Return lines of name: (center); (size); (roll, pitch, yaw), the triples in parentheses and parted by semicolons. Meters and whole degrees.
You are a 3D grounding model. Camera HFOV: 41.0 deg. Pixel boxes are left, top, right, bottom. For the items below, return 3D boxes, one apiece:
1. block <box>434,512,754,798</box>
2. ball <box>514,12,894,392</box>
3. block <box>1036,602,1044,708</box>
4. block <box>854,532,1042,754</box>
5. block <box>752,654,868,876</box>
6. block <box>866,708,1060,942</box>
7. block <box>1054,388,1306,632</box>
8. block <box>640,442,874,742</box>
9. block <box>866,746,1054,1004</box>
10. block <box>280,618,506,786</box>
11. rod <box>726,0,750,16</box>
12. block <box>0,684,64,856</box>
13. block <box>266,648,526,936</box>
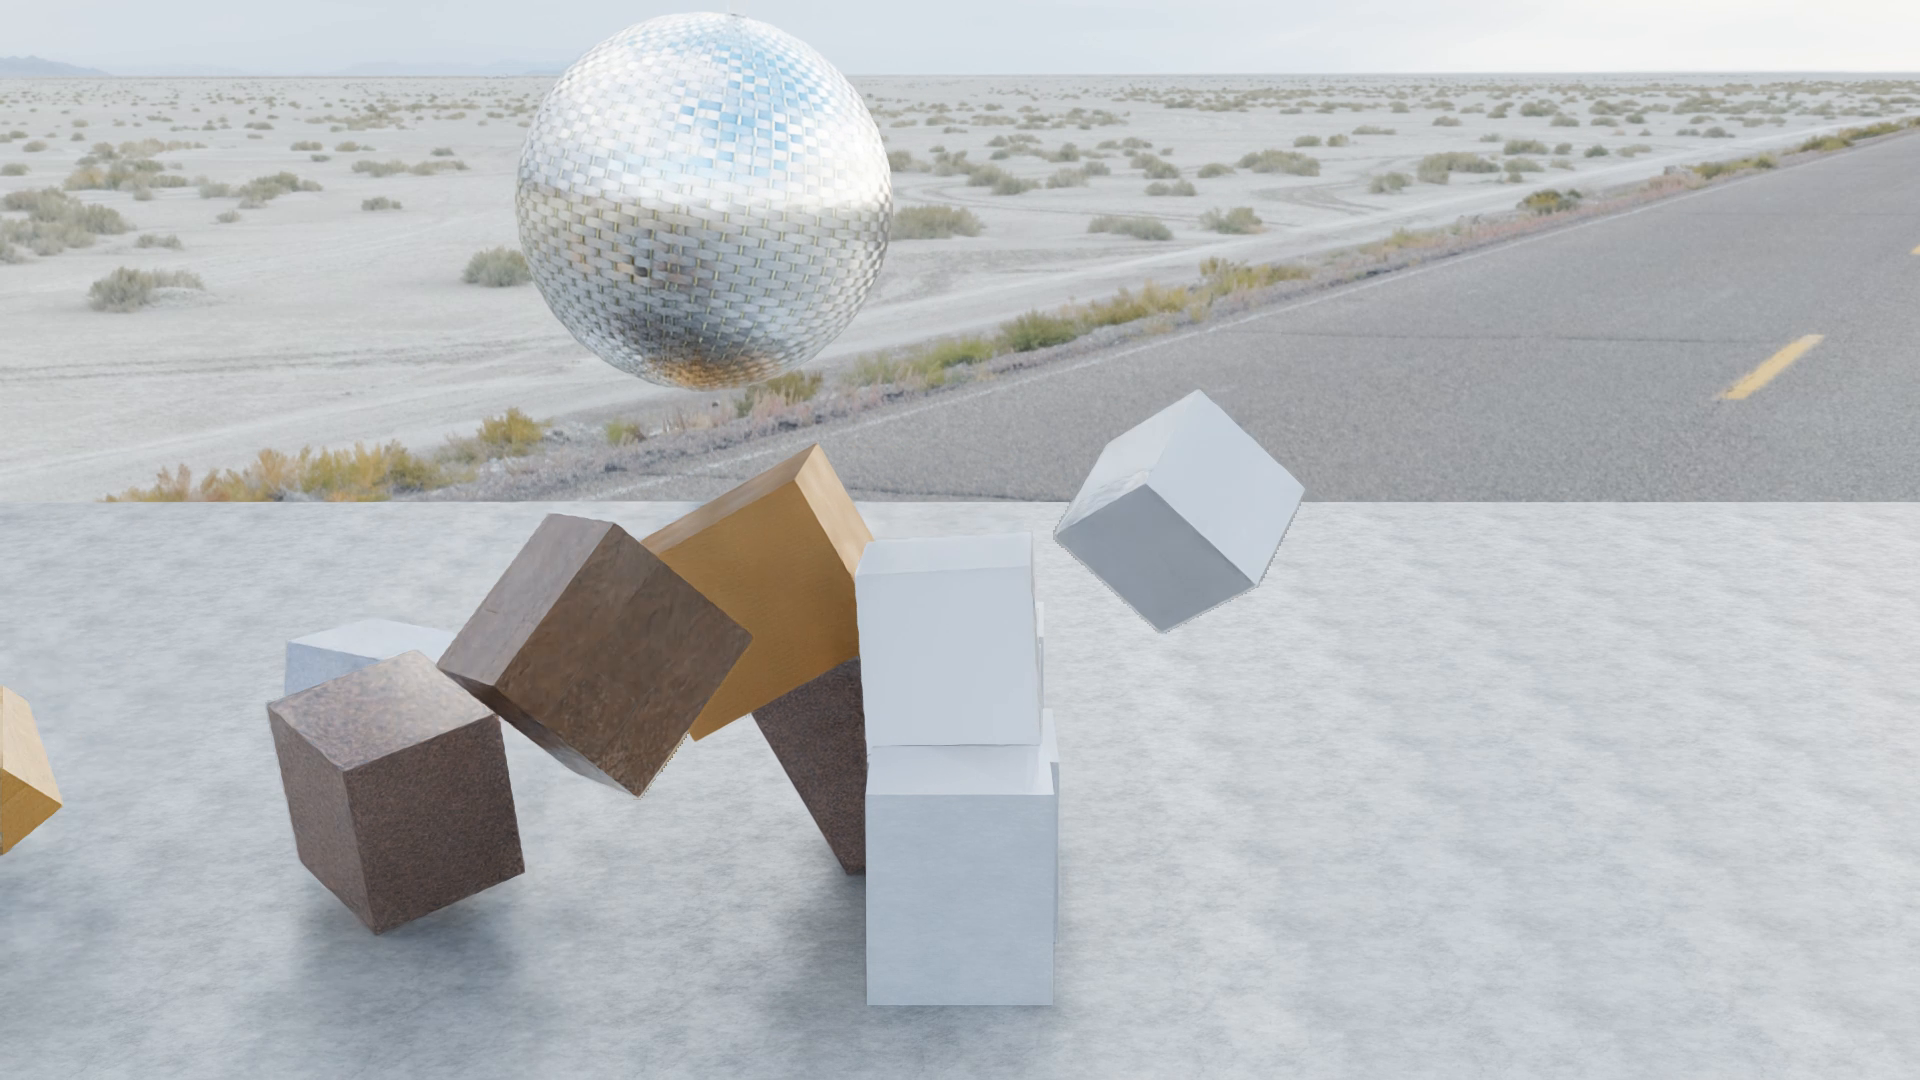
block: (-1.334, 0.405, 9.315); (0.680, 0.710, 0.688); (42, -16, -24)
ball: (-1.084, -1.433, 10.920); (1.600, 1.600, 1.600); (0, 10, 0)
block: (0.008, 0.814, 12.633); (0.803, 0.878, 0.815); (0, 10, 2)
block: (-0.036, 0.422, 10.769); (0.710, 0.750, 0.767); (-3, 10, 3)
block: (-0.286, 0.807, 11.727); (0.974, 0.847, 0.918); (-29, 9, 5)
block: (0.013, 1.193, 10.870); (0.778, 0.763, 0.887); (0, 10, 0)
block: (0.762, -0.097, 8.908); (0.533, 0.527, 0.478); (-31, 22, 51)
block: (-0.916, 0.219, 11.639); (0.983, 0.808, 0.921); (-28, 9, 9)
block: (-0.001, 1.304, 10.071); (0.710, 0.832, 0.705); (0, 10, 0)
block: (-2.753, 0.847, 12.533); (0.792, 0.712, 0.729); (9, 11, 19)
rod: (-0.470, -4.723, 10.322); (0.080, 5.200, 0.080); (10, 10, -2)
block: (-3.930, 0.848, 9.633); (0.652, 0.699, 0.621); (-39, 49, 2)
block: (-2.378, 1.049, 10.832); (0.694, 0.783, 0.766); (-21, 30, -31)
